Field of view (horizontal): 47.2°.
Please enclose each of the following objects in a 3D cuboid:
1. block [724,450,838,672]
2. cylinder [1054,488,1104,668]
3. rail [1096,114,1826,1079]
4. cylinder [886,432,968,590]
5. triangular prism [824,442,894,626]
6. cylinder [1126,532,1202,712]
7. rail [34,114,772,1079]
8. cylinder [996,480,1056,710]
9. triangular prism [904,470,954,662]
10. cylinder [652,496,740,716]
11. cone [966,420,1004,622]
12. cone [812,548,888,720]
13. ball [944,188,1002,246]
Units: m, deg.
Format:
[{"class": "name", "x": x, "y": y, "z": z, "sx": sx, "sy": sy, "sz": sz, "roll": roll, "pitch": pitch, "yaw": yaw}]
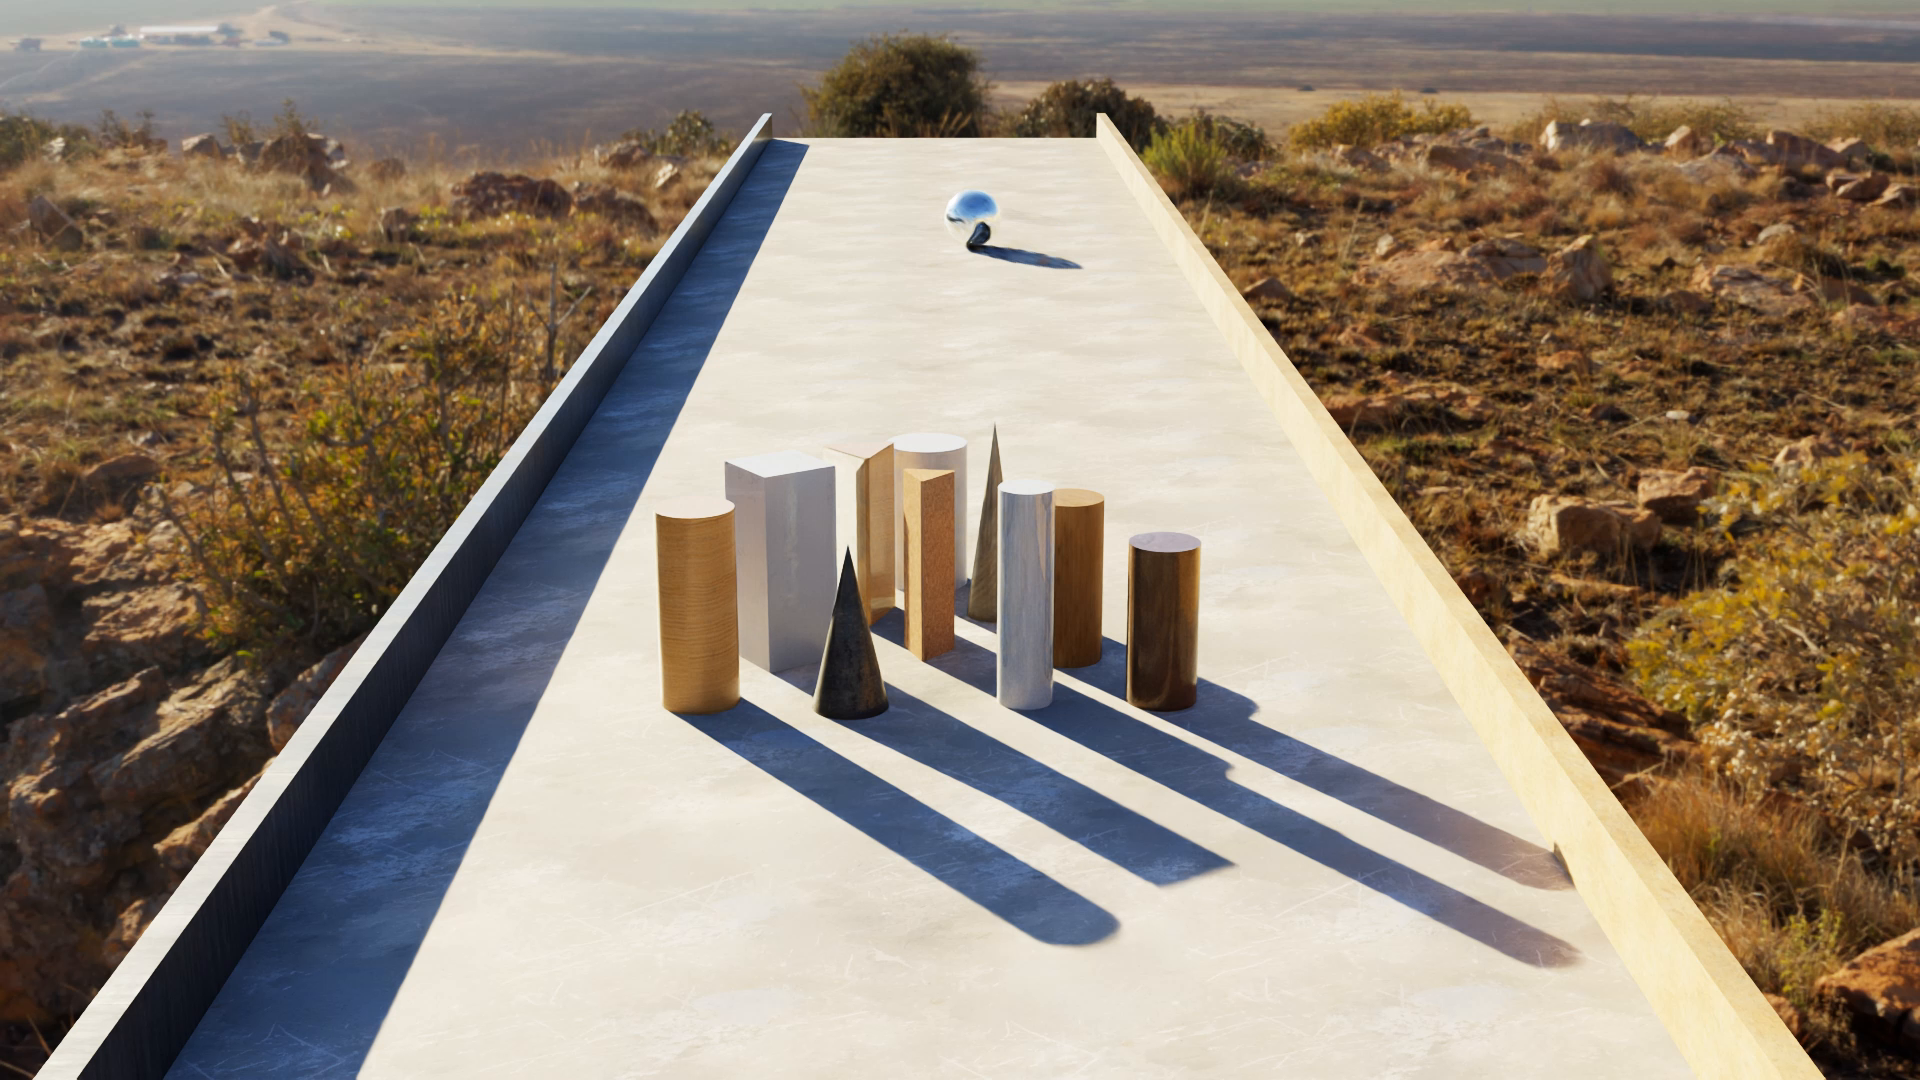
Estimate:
[{"class": "block", "x": -0.356, "y": 0.040, "z": 4.393, "sx": 0.160, "sy": 0.399, "sz": 0.160, "roll": -11, "pitch": 20, "yaw": -33}, {"class": "cylinder", "x": 0.218, "y": 0.076, "z": 4.387, "sx": 0.134, "sy": 0.334, "sz": 0.134, "roll": 0, "pitch": 17, "yaw": 0}, {"class": "rail", "x": 0.932, "y": -0.844, "z": 7.801, "sx": 0.050, "sy": 0.150, "sz": 12.000, "roll": 0, "pitch": 17, "yaw": -1}, {"class": "cylinder", "x": -0.073, "y": -0.061, "z": 4.872, "sx": 0.179, "sy": 0.319, "sz": 0.179, "roll": 0, "pitch": 17, "yaw": 0}, {"class": "triangular prism", "x": -0.190, "y": -0.021, "z": 4.659, "sx": 0.128, "sy": 0.365, "sz": 0.148, "roll": -14, "pitch": 21, "yaw": -39}, {"class": "cylinder", "x": 0.384, "y": 0.154, "z": 4.160, "sx": 0.136, "sy": 0.314, "sz": 0.136, "roll": 0, "pitch": 17, "yaw": 0}, {"class": "rail", "x": -1.118, "y": -0.838, "z": 7.780, "sx": 0.050, "sy": 0.150, "sz": 12.000, "roll": 0, "pitch": 17, "yaw": -1}, {"class": "cylinder", "x": 0.124, "y": 0.103, "z": 4.139, "sx": 0.107, "sy": 0.422, "sz": 0.107, "roll": 0, "pitch": 17, "yaw": 0}, {"class": "triangular prism", "x": -0.077, "y": 0.045, "z": 4.418, "sx": 0.088, "sy": 0.374, "sz": 0.101, "roll": 13, "pitch": 21, "yaw": 36}, {"class": "cylinder", "x": -0.495, "y": 0.123, "z": 4.139, "sx": 0.152, "sy": 0.384, "sz": 0.152, "roll": 0, "pitch": 17, "yaw": 0}, {"class": "cone", "x": 0.073, "y": -0.046, "z": 4.637, "sx": 0.118, "sy": 0.425, "sz": 0.118, "roll": 0, "pitch": 17, "yaw": 0}, {"class": "cone", "x": -0.208, "y": 0.160, "z": 4.122, "sx": 0.147, "sy": 0.322, "sz": 0.147, "roll": 0, "pitch": 17, "yaw": 0}, {"class": "ball", "x": 0.055, "y": -1.387, "z": 9.461, "sx": 0.244, "sy": 0.244, "sz": 0.244, "roll": 0, "pitch": 17, "yaw": 0}]
